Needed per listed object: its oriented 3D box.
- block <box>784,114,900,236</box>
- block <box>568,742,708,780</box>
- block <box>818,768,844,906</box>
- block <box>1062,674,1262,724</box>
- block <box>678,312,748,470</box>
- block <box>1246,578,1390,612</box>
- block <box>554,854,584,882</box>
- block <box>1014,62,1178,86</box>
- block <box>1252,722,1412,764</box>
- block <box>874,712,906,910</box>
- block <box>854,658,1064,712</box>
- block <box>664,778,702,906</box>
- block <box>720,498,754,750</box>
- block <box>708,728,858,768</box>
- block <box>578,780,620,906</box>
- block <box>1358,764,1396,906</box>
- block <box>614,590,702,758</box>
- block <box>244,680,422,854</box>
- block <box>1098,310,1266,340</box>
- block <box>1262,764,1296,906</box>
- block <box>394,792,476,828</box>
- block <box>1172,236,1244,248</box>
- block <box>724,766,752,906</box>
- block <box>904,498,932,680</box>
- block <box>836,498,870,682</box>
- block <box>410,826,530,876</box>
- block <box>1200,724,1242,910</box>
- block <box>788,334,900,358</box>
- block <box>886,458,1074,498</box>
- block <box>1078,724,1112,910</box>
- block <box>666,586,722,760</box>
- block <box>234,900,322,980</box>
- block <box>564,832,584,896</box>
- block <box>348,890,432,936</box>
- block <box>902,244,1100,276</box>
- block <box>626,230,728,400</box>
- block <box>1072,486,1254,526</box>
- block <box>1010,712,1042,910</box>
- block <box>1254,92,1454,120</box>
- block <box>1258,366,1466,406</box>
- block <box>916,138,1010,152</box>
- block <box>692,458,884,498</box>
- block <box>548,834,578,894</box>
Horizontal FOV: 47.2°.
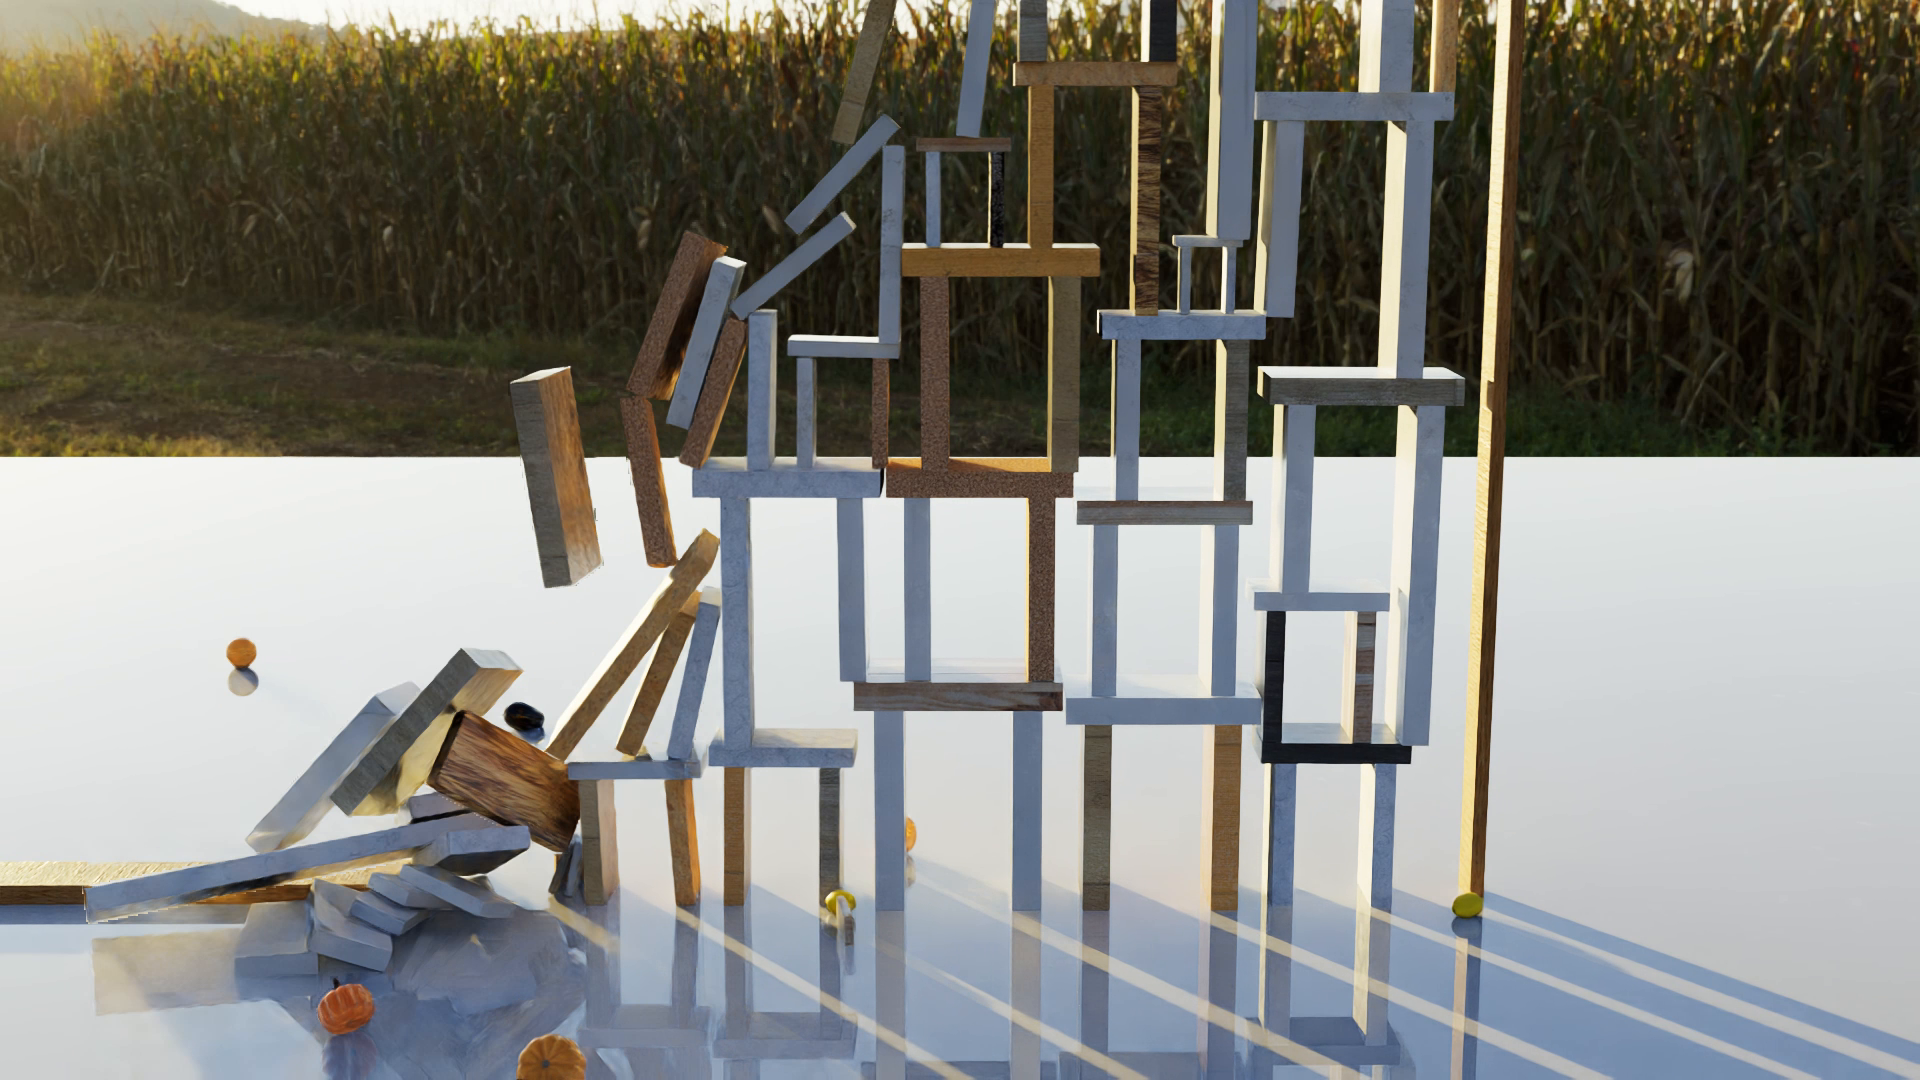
[{"bbox_3d":[-0.183,-0.575,3.453,0.032,0.227,0.113,43,8,-7],"label":"block"},{"bbox_3d":[-0.528,0.364,3.620,0.215,0.030,0.108,0,11,0],"label":"block"},{"bbox_3d":[-0.213,0.474,3.648,0.033,0.235,0.117,1,11,0],"label":"block"},{"bbox_3d":[0.327,0.261,3.605,0.313,0.044,0.157,0,11,0],"label":"block"},{"bbox_3d":[-0.388,-0.241,3.516,0.035,0.244,0.122,20,10,-3],"label":"block"},{"bbox_3d":[0.579,0.089,3.571,0.218,0.031,0.109,0,11,0],"label":"block"},{"bbox_3d":[-0.639,0.554,3.733,0.095,0.048,0.014,-3,17,-18],"label":"block"},{"bbox_3d":[0.209,-0.725,3.423,0.248,0.035,0.124,0,11,0],"label":"block"},{"bbox_3d":[0.610,0.334,3.620,0.243,0.034,0.122,0,11,0],"label":"block"},{"bbox_3d":[-0.115,0.424,3.641,0.048,0.336,0.168,0,11,0],"label":"block"},{"bbox_3d":[-0.003,0.236,3.606,0.336,0.048,0.168,0,11,0],"label":"block"},{"bbox_3d":[-0.459,0.484,3.646,0.030,0.215,0.108,-4,11,0],"label":"block"},{"bbox_3d":[-0.363,0.122,3.586,0.042,0.413,0.149,0,11,-3],"label":"block"},{"bbox_3d":[-0.289,0.342,3.624,0.235,0.033,0.117,0,11,1],"label":"block"},{"bbox_3d":[-0.598,0.484,3.647,0.030,0.215,0.108,-1,10,5],"label":"block"},{"bbox_3d":[0.691,0.471,3.646,0.034,0.243,0.122,0,10,0],"label":"block"},{"bbox_3d":[-0.494,0.214,3.610,0.037,0.262,0.131,22,15,-8],"label":"block"},{"bbox_3d":[-1.025,0.377,3.630,0.047,0.330,0.165,43,8,1],"label":"block"},{"bbox_3d":[0.350,-0.343,3.495,0.255,0.036,0.127,0,11,0],"label":"block"},{"bbox_3d":[0.529,0.471,3.645,0.034,0.243,0.122,0,11,0],"label":"block"},{"bbox_3d":[-0.811,0.447,3.716,0.262,0.037,0.131,-8,-18,-27],"label":"block"},{"bbox_3d":[0.391,-0.472,3.473,0.105,0.015,0.053,0,11,0],"label":"block"},{"bbox_3d":[-0.369,0.474,3.649,0.033,0.235,0.117,1,11,0],"label":"block"},{"bbox_3d":[-0.068,0.066,3.577,0.042,0.297,0.149,0,11,0],"label":"block"},{"bbox_3d":[-0.173,0.067,3.570,0.042,0.298,0.149,0,11,0],"label":"block"},{"bbox_3d":[-0.811,0.518,3.629,0.131,0.037,0.261,-1,-16,-28],"label":"block"},{"bbox_3d":[0.431,0.437,3.637,0.044,0.313,0.157,0,11,0],"label":"block"},{"bbox_3d":[-0.183,-0.308,3.503,0.175,0.025,0.088,2,10,0],"label":"block"},{"bbox_3d":[0.031,-0.101,3.547,0.297,0.042,0.149,0,11,0],"label":"block"},{"bbox_3d":[0.222,0.437,3.637,0.044,0.313,0.157,0,11,0],"label":"block"},{"bbox_3d":[-0.433,0.216,3.608,0.037,0.262,0.131,12,10,-6],"label":"block"},{"bbox_3d":[-1.052,0.619,3.422,0.120,0.034,0.240,-2,11,-11],"label":"block"},{"bbox_3d":[-0.639,0.541,3.666,0.014,0.095,0.048,12,11,0],"label":"block"},{"bbox_3d":[-0.897,0.581,3.479,0.087,0.025,0.174,24,1,1],"label":"block"},{"bbox_3d":[0.063,-0.444,3.478,0.307,0.043,0.153,0,11,0],"label":"block"},{"bbox_3d":[-0.451,-0.355,3.506,0.038,0.266,0.133,22,5,6],"label":"block"},{"bbox_3d":[0.325,-0.056,3.552,0.279,0.040,0.139,0,11,0],"label":"block"},{"bbox_3d":[0.109,0.424,3.642,0.048,0.336,0.168,0,11,0],"label":"block"},{"bbox_3d":[0.604,-0.676,3.431,0.301,0.043,0.150,0,11,0],"label":"block"},{"bbox_3d":[0.637,-0.246,3.511,0.303,0.043,0.152,0,11,0],"label":"block"},{"bbox_3d":[0.006,-0.621,3.452,0.147,0.021,0.073,0,11,0],"label":"block"},{"bbox_3d":[-0.274,-0.101,3.540,0.298,0.042,0.149,0,11,0],"label":"block"},{"bbox_3d":[-0.661,0.541,3.674,0.014,0.095,0.048,23,10,-2],"label":"block"}]
